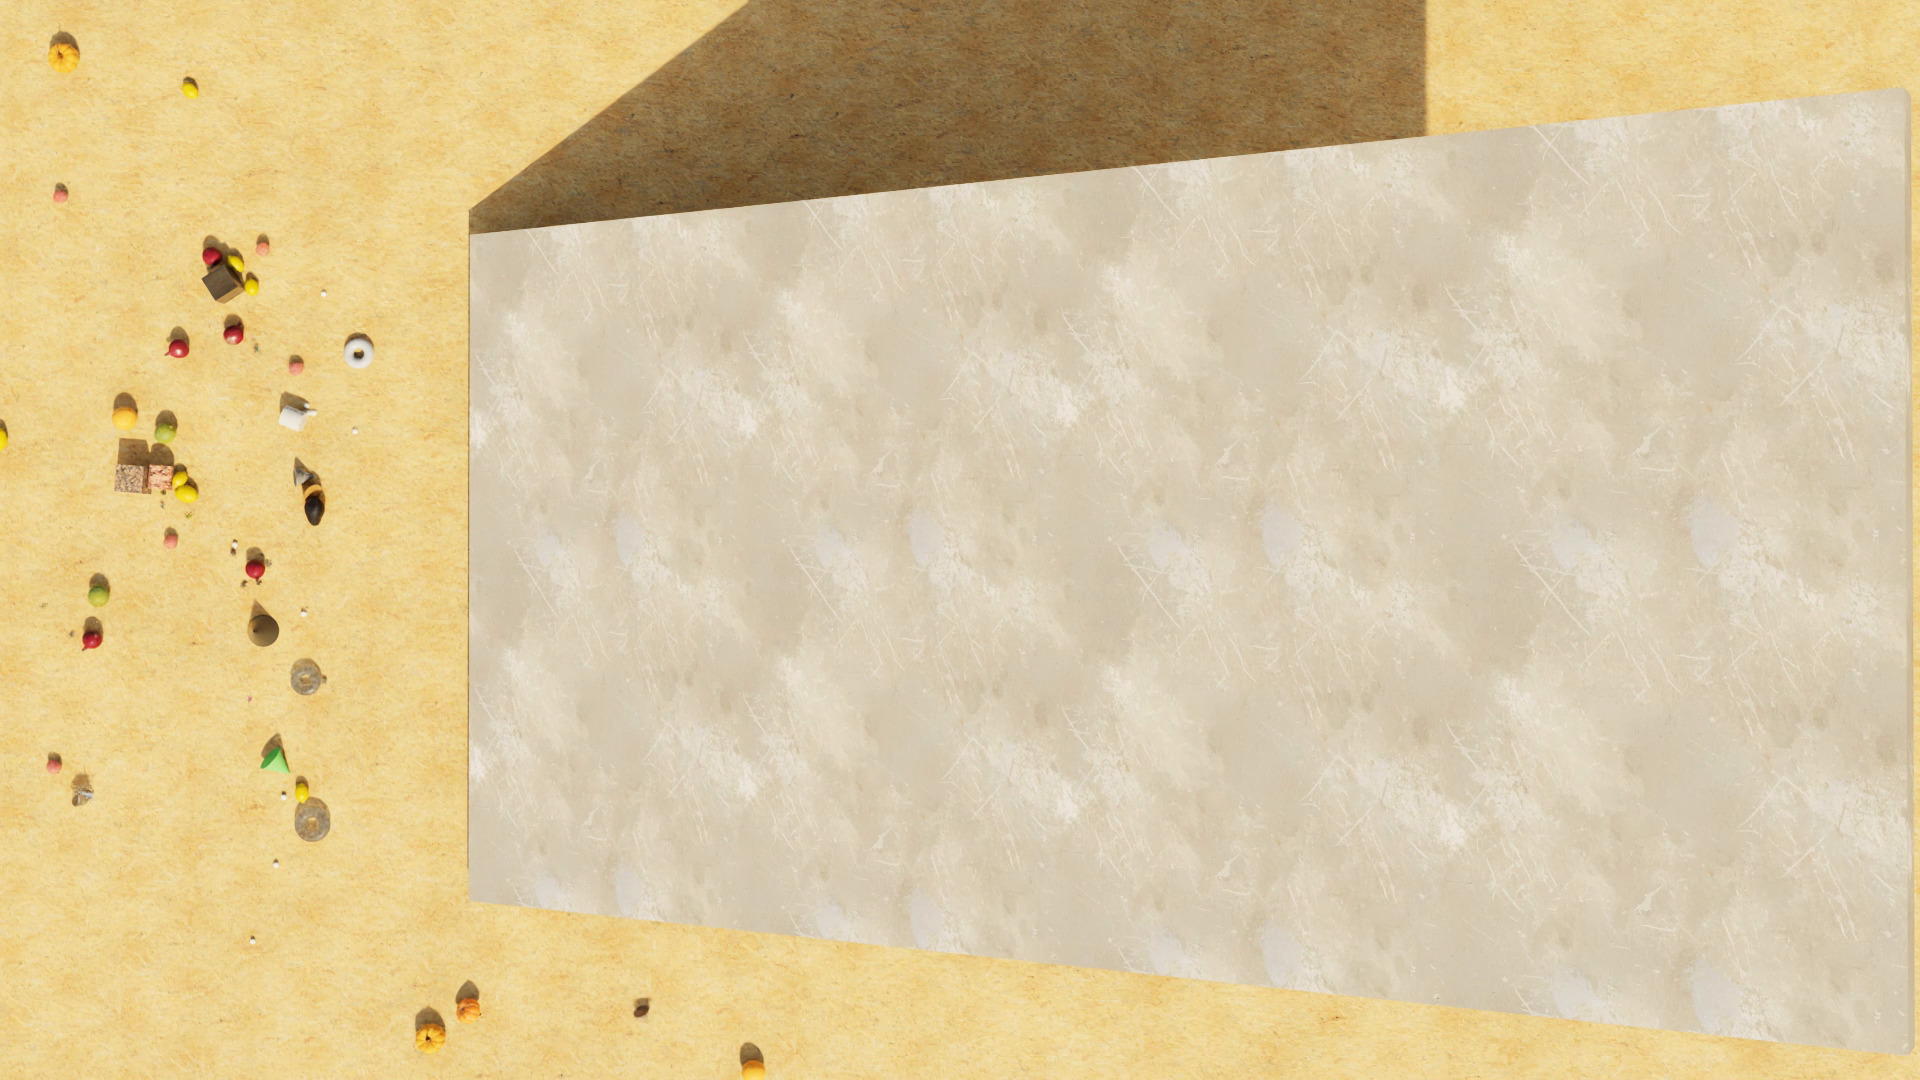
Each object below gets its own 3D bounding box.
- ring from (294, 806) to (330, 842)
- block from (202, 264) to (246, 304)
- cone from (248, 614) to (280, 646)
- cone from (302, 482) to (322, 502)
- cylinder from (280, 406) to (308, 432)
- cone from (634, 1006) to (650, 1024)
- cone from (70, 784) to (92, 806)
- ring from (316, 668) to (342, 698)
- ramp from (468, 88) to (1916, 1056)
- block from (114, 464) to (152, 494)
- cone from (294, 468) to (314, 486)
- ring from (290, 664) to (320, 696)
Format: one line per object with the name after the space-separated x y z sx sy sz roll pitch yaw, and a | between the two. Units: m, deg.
-1.962 0.860 6.663 0.111 0.037 0.111 0 89 1 | ring
-2.228 -0.774 6.656 0.081 0.081 0.081 -33 90 0 | block
-2.119 0.275 6.637 0.098 0.098 0.098 0 89 0 | cone
-1.984 -0.158 6.677 0.062 0.062 0.062 37 90 27 | cone
-2.018 -0.368 6.661 0.063 0.063 0.063 21 90 0 | cylinder
-0.954 1.448 6.664 0.052 0.052 0.052 -23 116 0 | cone
-2.679 0.761 6.667 0.067 0.067 0.067 38 90 27 | cone
-1.923 0.433 6.680 0.093 0.031 0.093 0 90 9 | ring
0.265 0.073 5.614 4.000 0.100 2.000 0 89 31 | ramp
-2.498 -0.183 6.649 0.083 0.083 0.083 5 89 0 | block
-1.989 -0.193 6.678 0.059 0.059 0.059 -4 89 -27 | cone
-1.984 0.425 6.670 0.095 0.032 0.095 0 88 1 | ring
